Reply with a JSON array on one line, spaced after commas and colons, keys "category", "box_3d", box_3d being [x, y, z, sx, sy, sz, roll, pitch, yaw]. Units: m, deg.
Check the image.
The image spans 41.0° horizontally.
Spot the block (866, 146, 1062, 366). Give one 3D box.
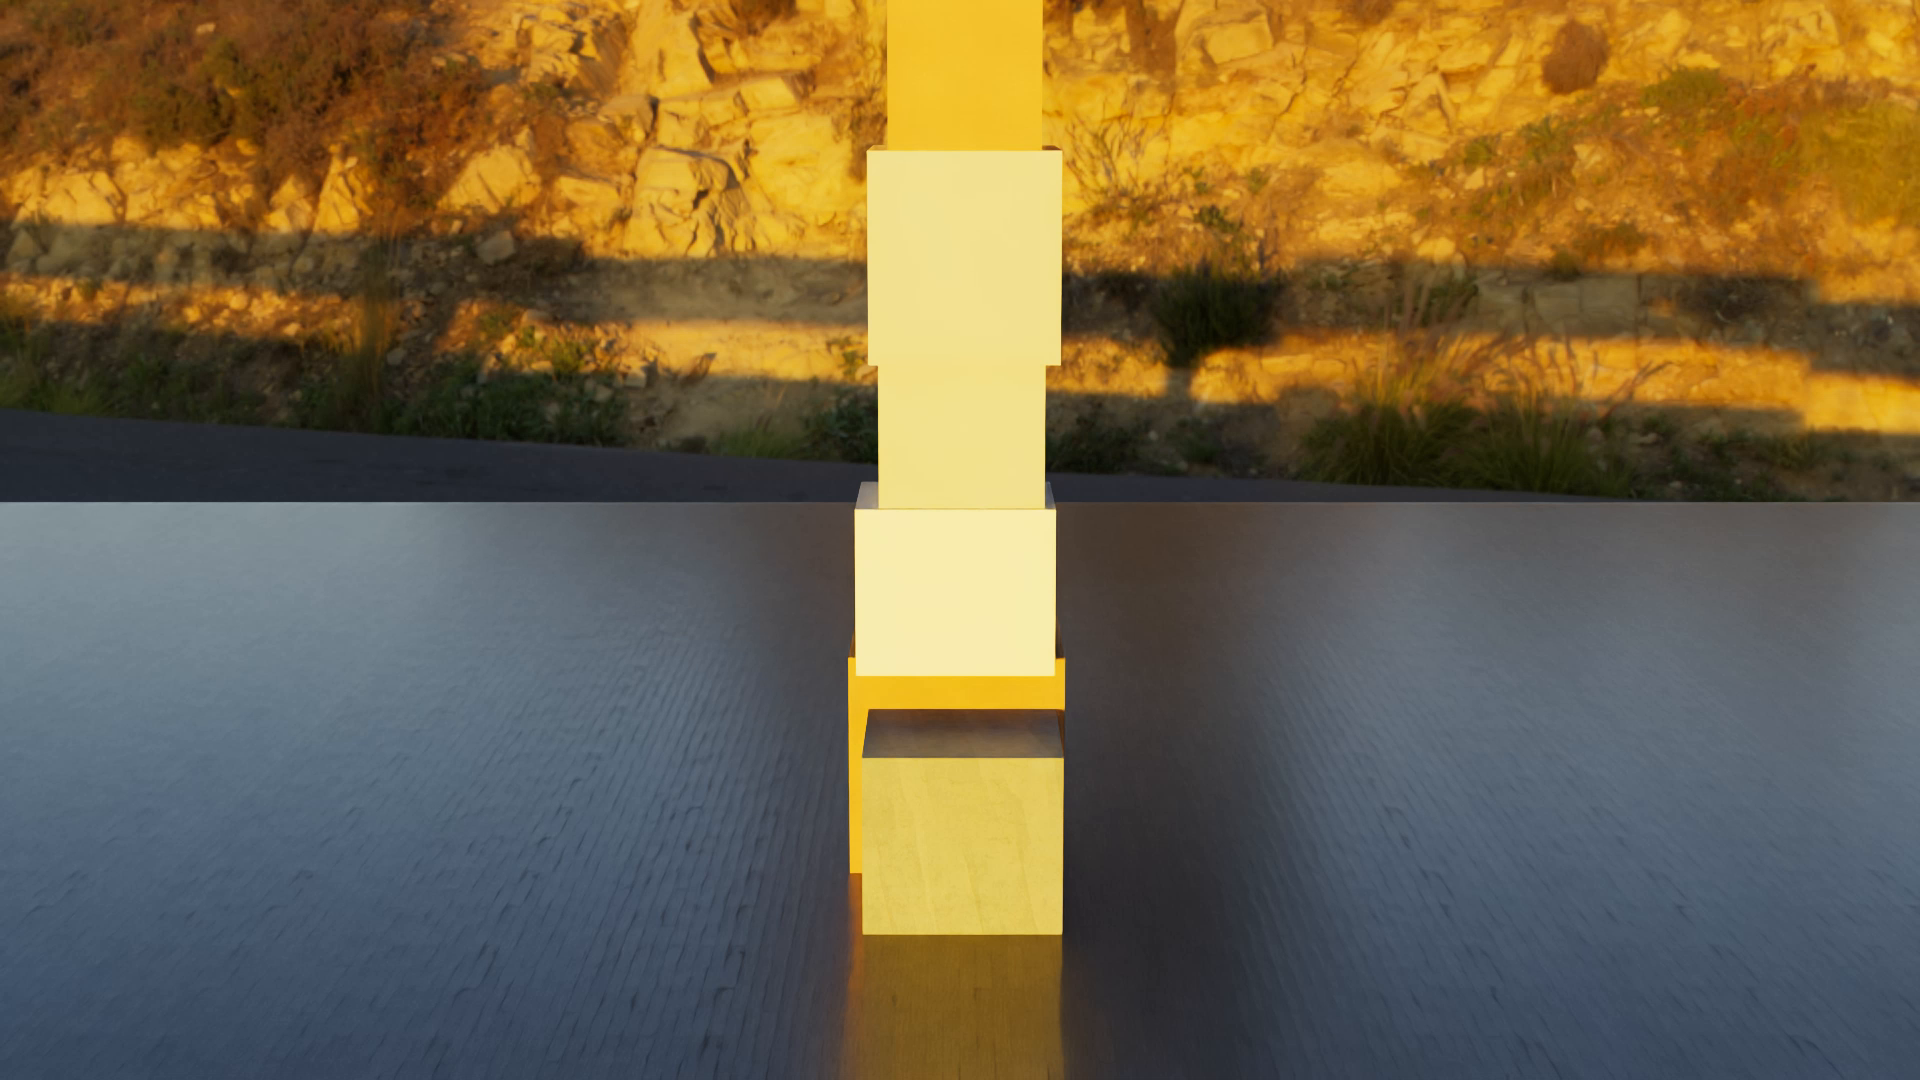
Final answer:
[{"category": "block", "box_3d": [0.019, -1.231, 10.957, 0.797, 0.878, 0.837, 0, 10, 0]}]

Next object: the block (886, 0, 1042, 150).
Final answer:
[{"category": "block", "box_3d": [0.020, -2.028, 10.812, 0.634, 0.743, 0.661, 0, 10, 0]}]

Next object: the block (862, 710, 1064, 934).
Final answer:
[{"category": "block", "box_3d": [0.010, 1.187, 10.937, 0.824, 0.752, 0.819, 0, 10, 0]}]

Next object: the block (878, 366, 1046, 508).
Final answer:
[{"category": "block", "box_3d": [0.007, -0.496, 11.090, 0.698, 0.614, 0.686, 0, 10, 0]}]

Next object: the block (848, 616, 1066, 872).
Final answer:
[{"category": "block", "box_3d": [-0.015, 0.919, 11.769, 0.950, 0.981, 0.893, 0, 10, 0]}]

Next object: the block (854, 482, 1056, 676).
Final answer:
[{"category": "block", "box_3d": [-0.019, 0.158, 11.209, 0.845, 0.716, 0.753, 0, 10, 0]}]
